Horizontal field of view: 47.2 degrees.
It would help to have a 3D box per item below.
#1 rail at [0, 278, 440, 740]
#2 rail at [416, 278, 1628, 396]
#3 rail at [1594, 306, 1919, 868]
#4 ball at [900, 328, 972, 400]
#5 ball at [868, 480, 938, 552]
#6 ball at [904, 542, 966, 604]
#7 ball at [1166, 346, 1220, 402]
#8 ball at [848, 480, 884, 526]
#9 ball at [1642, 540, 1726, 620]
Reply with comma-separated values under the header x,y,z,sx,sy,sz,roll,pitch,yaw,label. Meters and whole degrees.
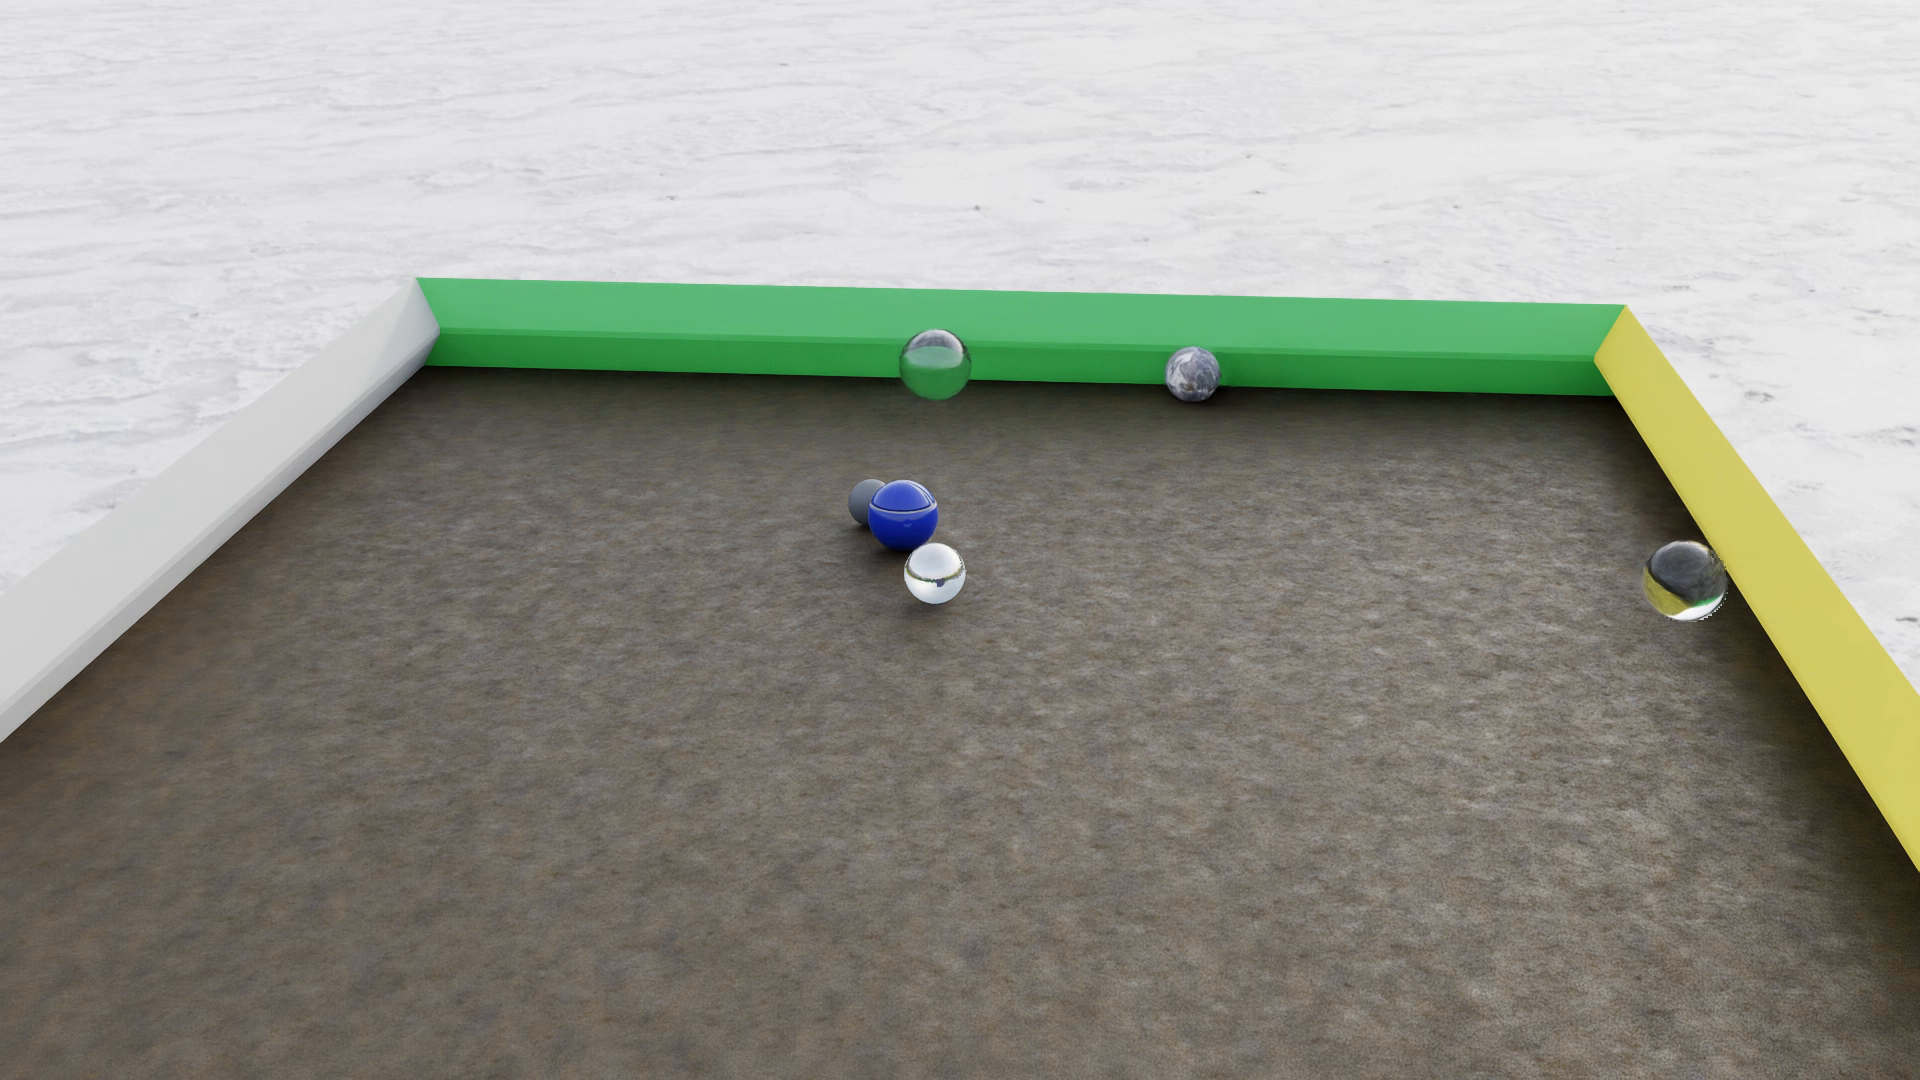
x,y,z,sx,sy,sz,roll,pitch,yaw,label
-0.886,0.210,1.789,0.045,0.128,2.943,2,21,5,rail
0.064,-0.279,3.067,1.694,0.128,0.045,2,21,5,rail
0.754,0.262,1.651,0.045,0.128,2.943,2,21,5,rail
-0.034,-0.240,3.009,0.099,0.099,0.099,0,21,0,ball
-0.064,-0.028,2.479,0.081,0.081,0.081,0,21,0,ball
-0.027,0.035,2.336,0.065,0.065,0.065,0,21,0,ball
0.318,-0.227,3.006,0.076,0.076,0.076,0,21,0,ball
-0.102,-0.043,2.555,0.055,0.055,0.055,0,21,0,ball
0.755,0.042,2.292,0.084,0.084,0.084,0,21,0,ball
